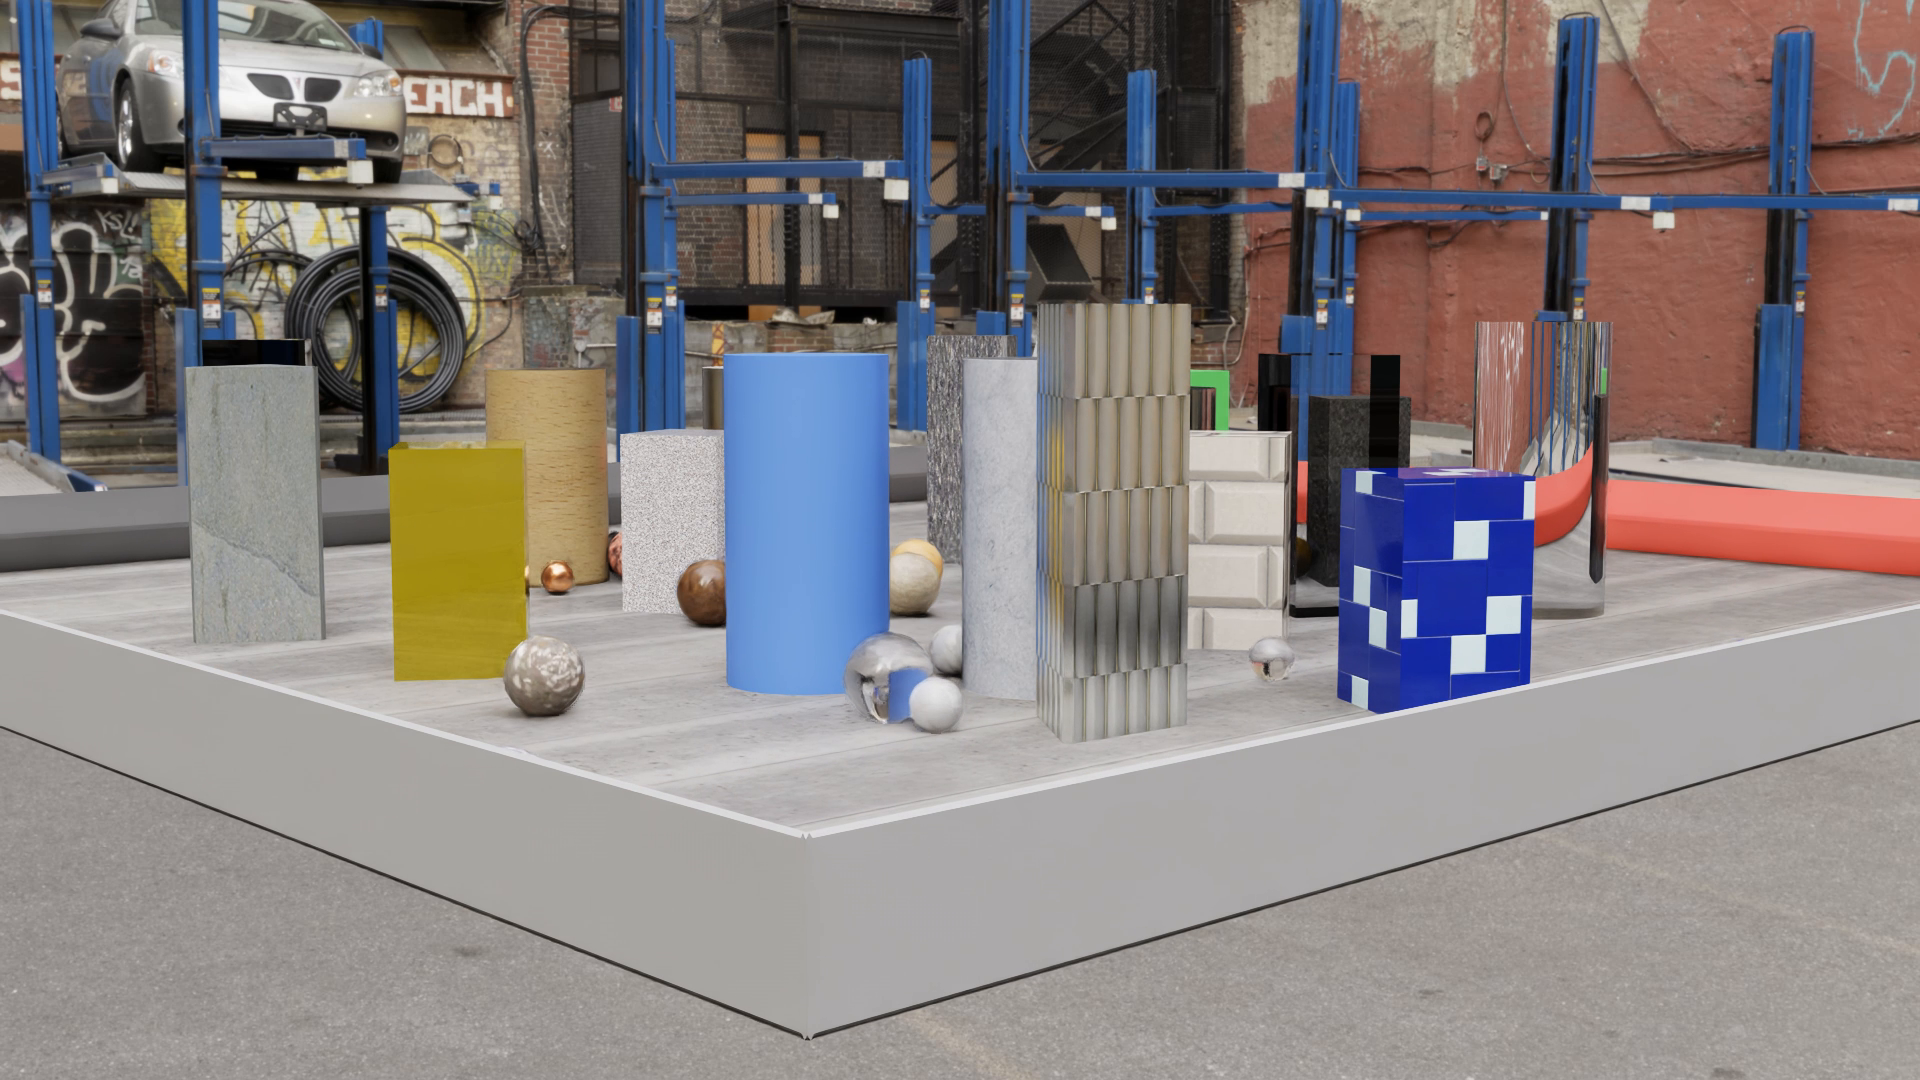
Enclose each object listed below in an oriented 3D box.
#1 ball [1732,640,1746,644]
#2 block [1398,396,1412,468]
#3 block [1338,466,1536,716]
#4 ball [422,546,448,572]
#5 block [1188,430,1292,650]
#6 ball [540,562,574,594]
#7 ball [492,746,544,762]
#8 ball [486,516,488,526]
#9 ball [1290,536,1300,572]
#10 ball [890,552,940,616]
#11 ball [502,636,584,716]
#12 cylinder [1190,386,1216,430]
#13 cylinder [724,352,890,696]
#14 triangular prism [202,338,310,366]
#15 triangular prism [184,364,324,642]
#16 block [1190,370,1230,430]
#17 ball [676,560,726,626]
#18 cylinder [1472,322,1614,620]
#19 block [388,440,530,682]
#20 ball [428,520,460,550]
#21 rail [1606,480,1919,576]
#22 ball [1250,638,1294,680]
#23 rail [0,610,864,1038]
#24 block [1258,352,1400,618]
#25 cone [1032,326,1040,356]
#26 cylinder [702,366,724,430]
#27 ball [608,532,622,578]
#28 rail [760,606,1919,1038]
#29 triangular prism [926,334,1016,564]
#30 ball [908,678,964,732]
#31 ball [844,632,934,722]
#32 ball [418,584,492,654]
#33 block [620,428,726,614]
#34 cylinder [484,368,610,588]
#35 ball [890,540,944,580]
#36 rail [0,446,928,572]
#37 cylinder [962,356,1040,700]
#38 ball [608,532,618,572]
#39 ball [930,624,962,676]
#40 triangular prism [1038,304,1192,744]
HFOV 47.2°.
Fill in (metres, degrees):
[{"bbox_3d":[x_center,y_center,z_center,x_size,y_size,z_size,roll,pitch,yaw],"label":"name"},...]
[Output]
[{"bbox_3d":[0.943,0.145,2.644,0.050,0.050,0.050,0,6,0],"label":"ball"},{"bbox_3d":[0.651,-0.089,3.665,0.157,0.303,0.157,0,6,-3],"label":"block"},{"bbox_3d":[0.531,0.056,2.465,0.157,0.264,0.157,-2,6,-15],"label":"block"},{"bbox_3d":[-0.894,0.032,3.745,0.045,0.045,0.045,0,6,0],"label":"ball"},{"bbox_3d":[0.360,-0.003,2.956,0.157,0.280,0.157,1,6,12],"label":"block"},{"bbox_3d":[-0.632,0.060,3.456,0.053,0.053,0.053,0,6,0],"label":"ball"},{"bbox_3d":[-0.369,0.213,1.770,0.096,0.096,0.096,0,6,0],"label":"ball"},{"bbox_3d":[-0.903,-0.037,4.333,0.061,0.061,0.061,0,6,0],"label":"ball"},{"bbox_3d":[0.535,0.023,3.698,0.073,0.073,0.073,0,6,0],"label":"ball"},{"bbox_3d":[-0.075,0.064,3.209,0.093,0.093,0.093,0,6,0],"label":"ball"},{"bbox_3d":[-0.458,0.149,2.421,0.088,0.088,0.088,0,6,0],"label":"ball"},{"bbox_3d":[0.289,-0.068,3.347,0.196,0.327,0.196,0,6,0],"label":"cylinder"},{"bbox_3d":[-0.182,-0.025,2.628,0.196,0.392,0.196,0,6,0],"label":"cylinder"},{"bbox_3d":[-1.018,-0.101,3.314,0.170,0.401,0.147,2,6,17],"label":"triangular prism"},{"bbox_3d":[-0.956,-0.054,3.018,0.170,0.369,0.147,-1,6,-9],"label":"triangular prism"},{"bbox_3d":[0.376,-0.140,3.996,0.157,0.335,0.157,-4,7,-35],"label":"block"},{"bbox_3d":[-0.355,0.074,3.116,0.093,0.093,0.093,0,6,0],"label":"ball"},{"bbox_3d":[0.856,-0.108,3.247,0.196,0.427,0.196,0,6,0],"label":"cylinder"},{"bbox_3d":[-0.616,0.022,2.722,0.157,0.279,0.157,-1,6,-9],"label":"block"},{"bbox_3d":[-0.960,-0.010,4.095,0.057,0.057,0.057,0,6,0],"label":"ball"},{"bbox_3d":[1.033,-0.066,4.280,0.045,0.127,2.822,-5,8,-42],"label":"rail"},{"bbox_3d":[0.375,0.143,2.646,0.051,0.051,0.051,0,6,0],"label":"ball"},{"bbox_3d":[-1.033,0.132,2.384,0.045,0.127,2.822,-5,8,-42],"label":"rail"},{"bbox_3d":[0.543,-0.085,3.264,0.157,0.380,0.157,-2,6,-14],"label":"block"},{"bbox_3d":[0.110,-0.085,2.929,0.196,0.448,0.196,0,6,0],"label":"cone"},{"bbox_3d":[-0.321,-0.106,3.594,0.196,0.352,0.196,0,6,0],"label":"cylinder"},{"bbox_3d":[-0.536,0.024,3.624,0.088,0.088,0.088,0,6,0],"label":"ball"},{"bbox_3d":[0.941,0.139,2.318,2.858,0.127,0.045,-5,8,-42],"label":"rail"},{"bbox_3d":[0.054,-0.162,3.894,0.170,0.400,0.147,5,8,37],"label":"triangular prism"},{"bbox_3d":[-0.025,0.174,2.326,0.058,0.058,0.058,0,6,0],"label":"ball"},{"bbox_3d":[-0.077,0.149,2.380,0.098,0.098,0.098,0,6,0],"label":"ball"},{"bbox_3d":[-0.655,0.102,2.853,0.092,0.092,0.092,0,6,0],"label":"ball"},{"bbox_3d":[-0.399,-0.030,3.296,0.157,0.262,0.157,2,6,20],"label":"block"},{"bbox_3d":[-0.678,-0.106,3.614,0.196,0.349,0.196,0,6,0],"label":"cylinder"},{"bbox_3d":[-0.069,0.043,3.441,0.087,0.087,0.087,0,6,0],"label":"ball"},{"bbox_3d":[-0.941,-0.073,4.346,2.858,0.127,0.045,-5,8,-42],"label":"rail"},{"bbox_3d":[0.101,-0.020,2.595,0.196,0.388,0.196,0,6,0],"label":"cylinder"},{"bbox_3d":[-0.581,0.021,3.737,0.070,0.070,0.070,0,6,0],"label":"ball"},{"bbox_3d":[-0.007,0.134,2.685,0.063,0.063,0.063,0,6,0],"label":"ball"},{"bbox_3d":[0.132,-0.026,2.352,0.170,0.451,0.147,-5,8,-38],"label":"triangular prism"}]
